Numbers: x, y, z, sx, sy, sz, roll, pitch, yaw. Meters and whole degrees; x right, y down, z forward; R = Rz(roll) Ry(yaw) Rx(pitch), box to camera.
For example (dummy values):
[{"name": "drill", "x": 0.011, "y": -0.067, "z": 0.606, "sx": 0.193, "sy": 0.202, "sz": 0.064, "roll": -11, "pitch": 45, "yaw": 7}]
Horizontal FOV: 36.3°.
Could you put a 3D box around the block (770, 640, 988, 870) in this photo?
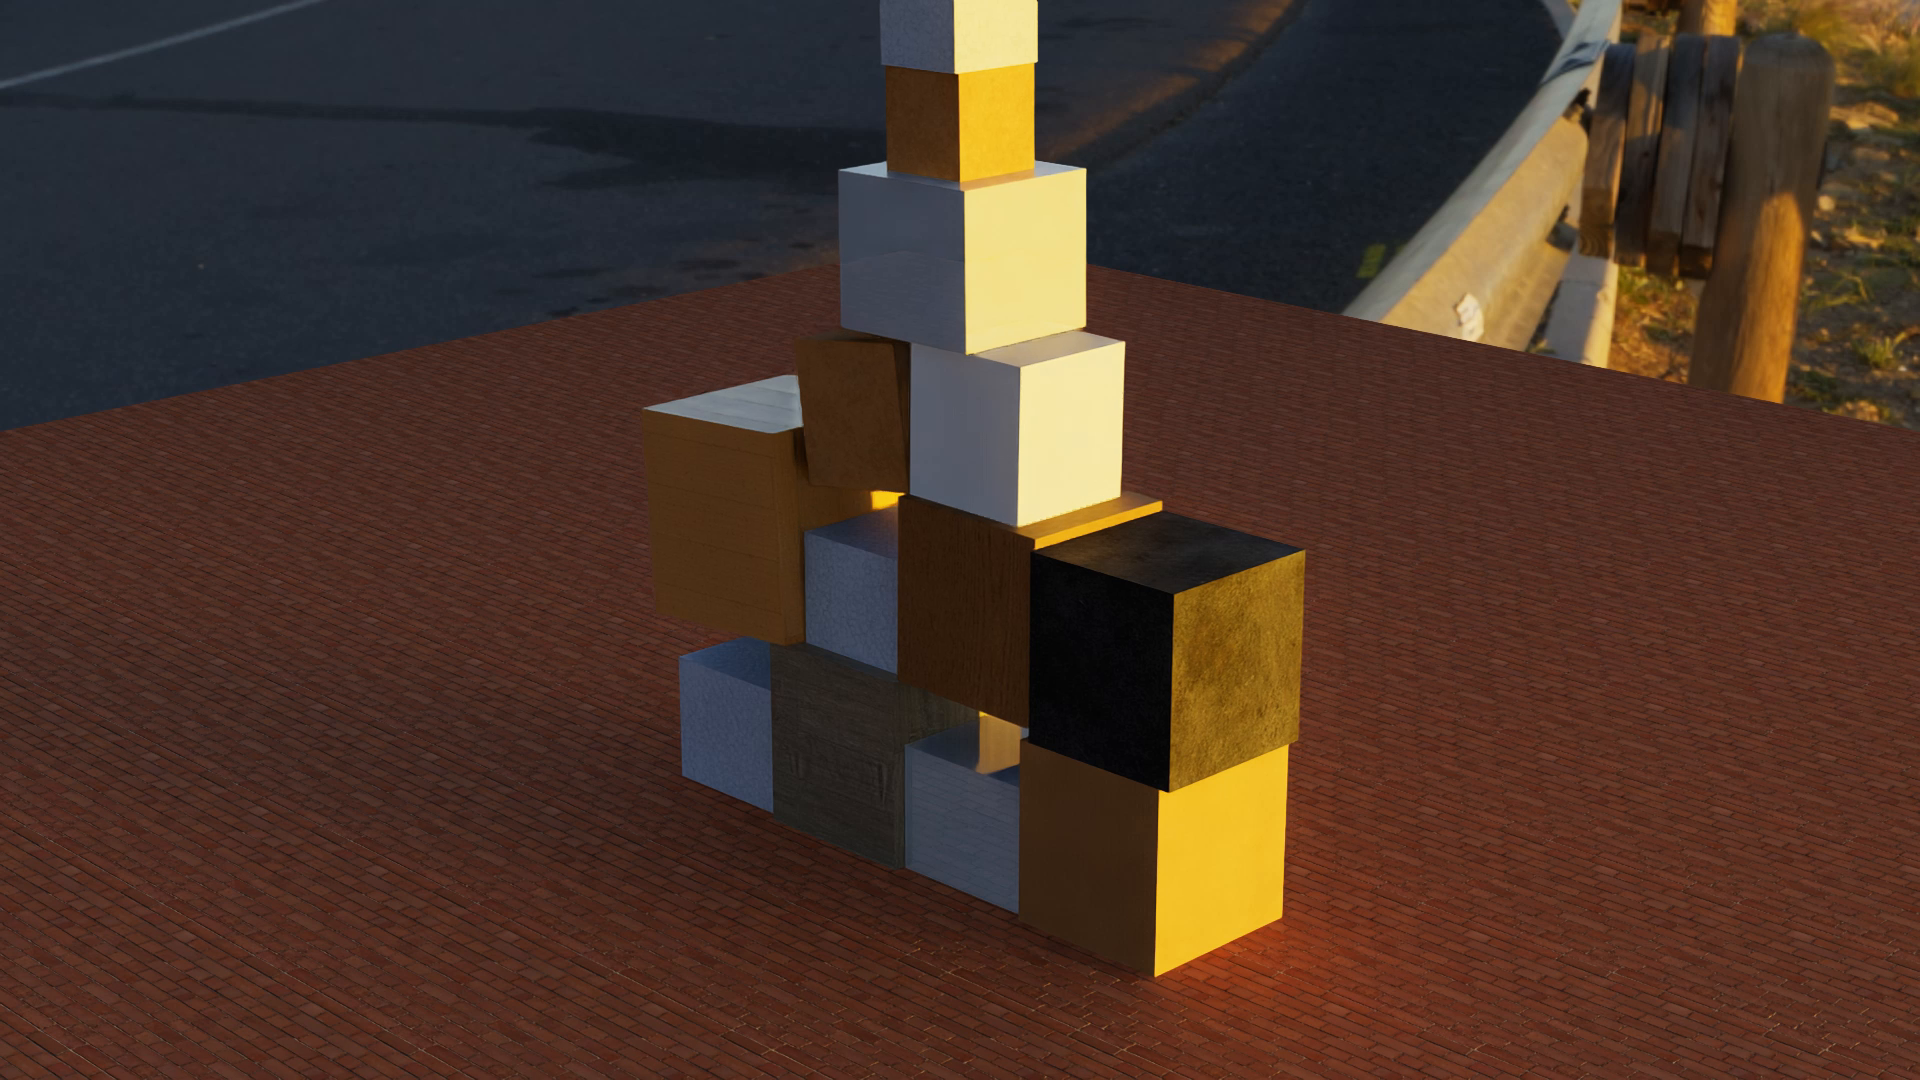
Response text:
[{"name": "block", "x": -0.303, "y": 0.906, "z": 13.929, "sx": 0.833, "sy": 0.919, "sz": 0.841, "roll": -17, "pitch": 24, "yaw": -42}]

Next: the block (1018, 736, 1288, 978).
[{"name": "block", "x": 0.845, "y": 1.270, "z": 12.870, "sx": 0.853, "sy": 0.858, "sz": 0.803, "roll": -17, "pitch": 24, "yaw": -42}]

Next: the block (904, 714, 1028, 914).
[{"name": "block", "x": 0.291, "y": 1.221, "z": 13.448, "sx": 0.774, "sy": 0.606, "sz": 0.760, "roll": -17, "pitch": 24, "yaw": -42}]

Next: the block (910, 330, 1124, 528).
[{"name": "block", "x": 0.248, "y": -0.534, "z": 12.909, "sx": 0.655, "sy": 0.710, "sz": 0.666, "roll": -17, "pitch": 25, "yaw": -42}]

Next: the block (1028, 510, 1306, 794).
[{"name": "block", "x": 0.883, "y": 0.459, "z": 12.572, "sx": 0.850, "sy": 0.869, "sz": 0.804, "roll": -17, "pitch": 24, "yaw": -42}]

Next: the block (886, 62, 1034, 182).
[{"name": "block", "x": 0.001, "y": -1.841, "z": 12.745, "sx": 0.460, "sy": 0.462, "sz": 0.449, "roll": -17, "pitch": 23, "yaw": -42}]

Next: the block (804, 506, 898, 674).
[{"name": "block", "x": -0.246, "y": 0.218, "z": 13.678, "sx": 0.686, "sy": 0.544, "sz": 0.664, "roll": -17, "pitch": 24, "yaw": -42}]

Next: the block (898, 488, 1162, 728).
[{"name": "block", "x": 0.306, "y": 0.229, "z": 13.121, "sx": 0.816, "sy": 0.871, "sz": 0.839, "roll": -17, "pitch": 25, "yaw": -42}]

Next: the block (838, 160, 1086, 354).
[{"name": "block", "x": 0.012, "y": -1.284, "z": 12.918, "sx": 0.751, "sy": 0.704, "sz": 0.784, "roll": -17, "pitch": 23, "yaw": -42}]

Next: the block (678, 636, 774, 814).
[{"name": "block", "x": -0.857, "y": 0.872, "z": 14.522, "sx": 0.755, "sy": 0.629, "sz": 0.736, "roll": -17, "pitch": 24, "yaw": -42}]

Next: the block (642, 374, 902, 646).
[{"name": "block", "x": -0.839, "y": -0.167, "z": 14.186, "sx": 0.941, "sy": 1.016, "sz": 0.944, "roll": -17, "pitch": 21, "yaw": -42}]

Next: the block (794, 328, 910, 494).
[{"name": "block", "x": -0.243, "y": -0.633, "z": 13.417, "sx": 0.707, "sy": 0.675, "sz": 0.657, "roll": -17, "pitch": 16, "yaw": -42}]

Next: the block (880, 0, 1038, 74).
[{"name": "block", "x": -0.005, "y": -2.283, "z": 12.609, "sx": 0.504, "sy": 0.463, "sz": 0.453, "roll": -17, "pitch": 23, "yaw": -42}]
